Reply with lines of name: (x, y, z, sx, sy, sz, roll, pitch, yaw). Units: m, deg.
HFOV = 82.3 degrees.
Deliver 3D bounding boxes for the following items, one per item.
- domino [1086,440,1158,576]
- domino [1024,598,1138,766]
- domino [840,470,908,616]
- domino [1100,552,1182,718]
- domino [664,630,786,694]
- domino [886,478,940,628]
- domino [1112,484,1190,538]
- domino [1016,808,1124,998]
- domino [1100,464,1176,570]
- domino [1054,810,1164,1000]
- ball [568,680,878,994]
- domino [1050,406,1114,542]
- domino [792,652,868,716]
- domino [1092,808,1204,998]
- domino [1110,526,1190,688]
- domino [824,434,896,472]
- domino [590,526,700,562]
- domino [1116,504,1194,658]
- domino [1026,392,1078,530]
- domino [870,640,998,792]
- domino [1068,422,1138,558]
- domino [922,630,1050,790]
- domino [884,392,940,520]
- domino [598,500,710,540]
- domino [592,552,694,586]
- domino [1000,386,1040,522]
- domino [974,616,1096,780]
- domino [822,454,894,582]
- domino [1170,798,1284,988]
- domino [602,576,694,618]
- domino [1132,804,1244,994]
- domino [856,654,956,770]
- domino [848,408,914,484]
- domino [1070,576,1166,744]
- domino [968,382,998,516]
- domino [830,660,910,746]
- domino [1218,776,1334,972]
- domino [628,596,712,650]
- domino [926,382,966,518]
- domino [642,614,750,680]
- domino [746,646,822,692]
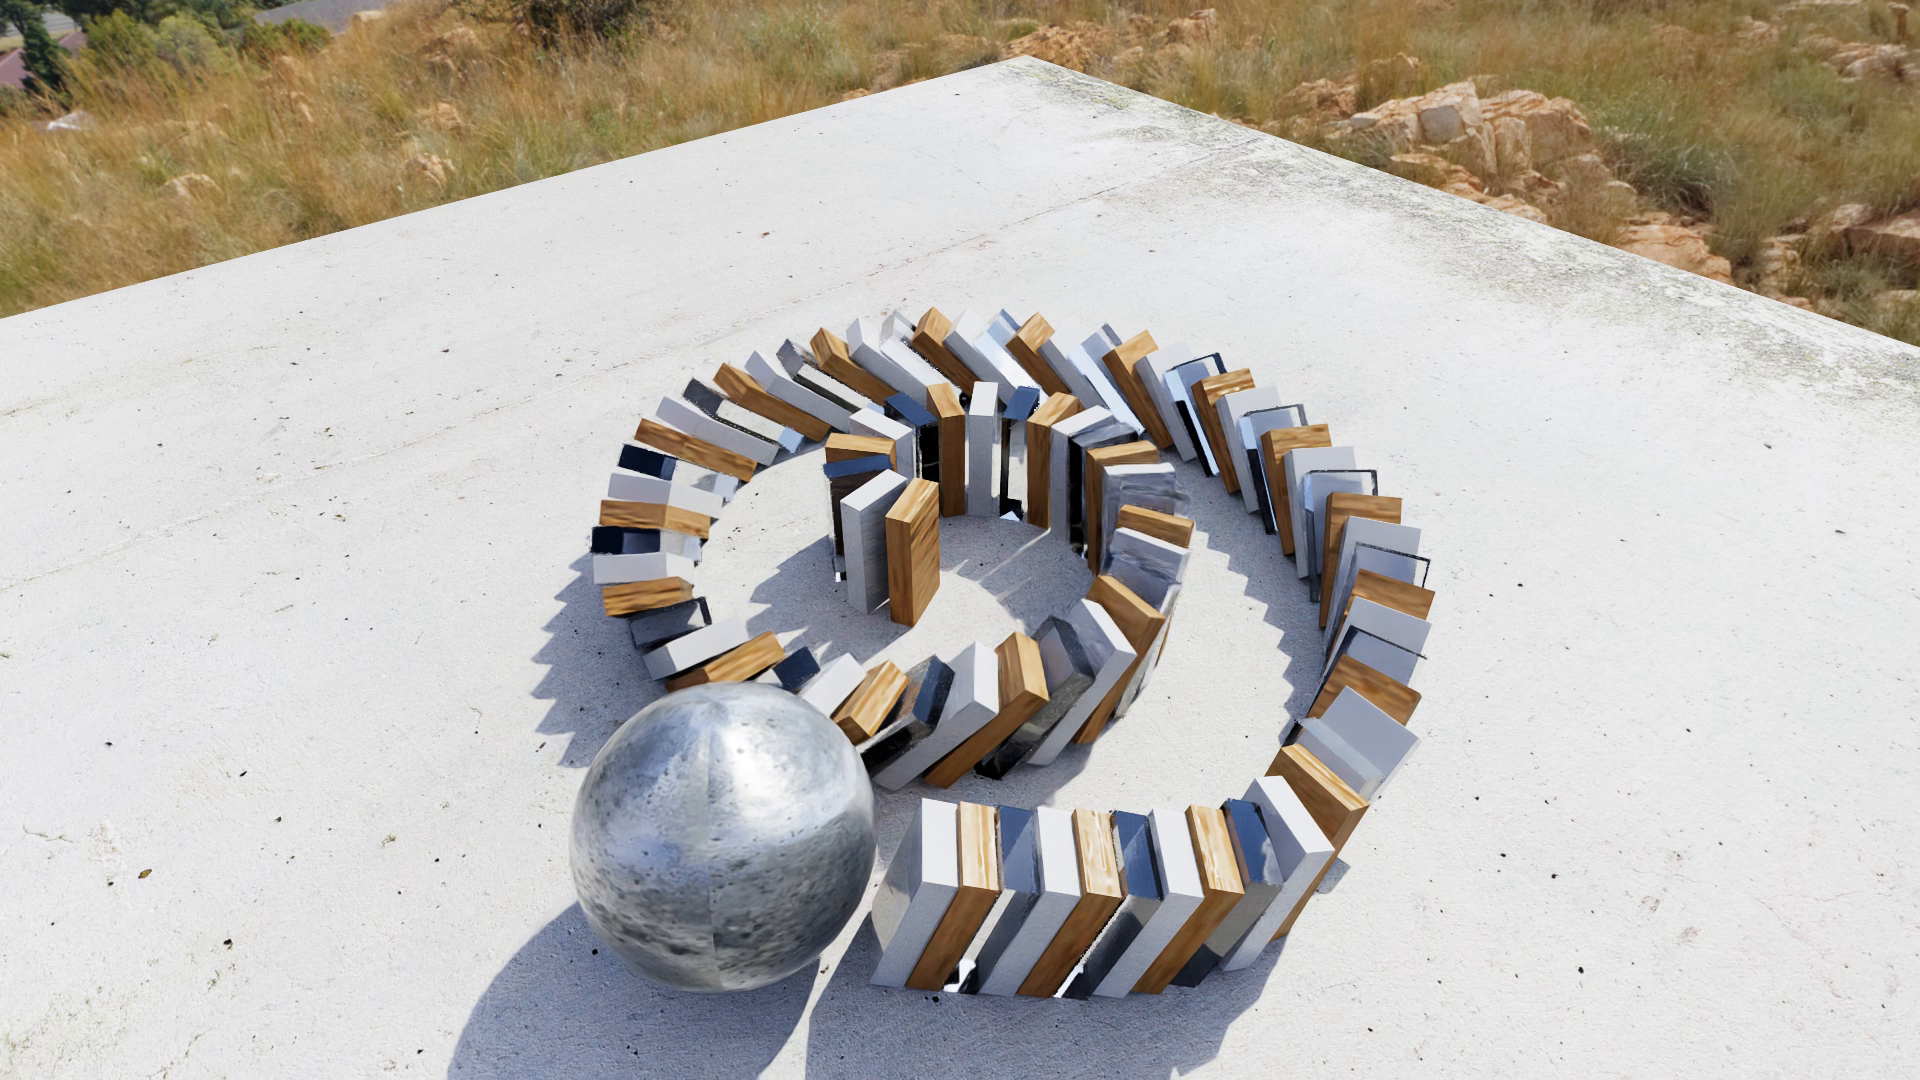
domino: (0.063, -0.012, 0.425, 0.025, 0.050, 0.009, -10, 27, -12)
domino: (0.034, 0.047, 0.357, 0.010, 0.050, 0.025, 18, 27, -37)
domino: (-0.031, 0.001, 0.410, 0.009, 0.050, 0.025, 28, 47, 30)
domino: (0.054, 0.032, 0.374, 0.025, 0.050, 0.009, 30, 17, 31)
domino: (-0.079, 0.043, 0.365, 0.025, 0.010, 0.050, -30, 3, -31)
domino: (-0.017, 0.005, 0.405, 0.009, 0.050, 0.025, 14, 41, 17)
domino: (0.068, 0.006, 0.404, 0.025, 0.050, 0.009, 9, 20, 11)
domino: (0.027, 0.097, 0.293, 0.009, 0.050, 0.025, 13, 38, -13)
domino: (0.067, -0.003, 0.415, 0.025, 0.050, 0.010, -3, 22, -3)
domino: (0.037, 0.098, 0.292, 0.010, 0.050, 0.025, 13, 38, -13)
ball: (-0.062, 0.078, 0.293, 0.080, 0.080, 0.080, 0, 39, 0)
domino: (0.049, -0.026, 0.443, 0.025, 0.050, 0.009, -26, 41, -28)
domino: (-0.053, 0.054, 0.352, 0.010, 0.050, 0.025, 51, 49, -8)
domino: (0.047, 0.097, 0.292, 0.009, 0.050, 0.025, 13, 38, -13)
domino: (0.060, 0.024, 0.384, 0.025, 0.050, 0.009, 22, 17, 24)
domino: (-0.038, -0.017, 0.433, 0.025, 0.050, 0.009, 7, 40, 8)
domino: (-0.118, 0.002, 0.416, 0.025, 0.010, 0.050, 1, -4, 3)
domino: (0.065, 0.015, 0.394, 0.025, 0.050, 0.009, 15, 18, 18)
domino: (0.038, -0.032, 0.450, 0.009, 0.050, 0.025, 19, 43, 26)
domino: (-0.008, 0.056, 0.348, 0.010, 0.050, 0.025, 34, 32, -24)
domino: (0.057, -0.019, 0.434, 0.025, 0.050, 0.010, -17, 33, -20)
domino: (0.006, 0.054, 0.349, 0.010, 0.050, 0.025, 30, 30, -27)
domino: (-0.020, -0.033, 0.451, 0.010, 0.050, 0.025, -24, 45, -27)
domino: (-0.118, -0.008, 0.428, 0.025, 0.009, 0.050, 5, -3, 6)
domino: (-0.115, 0.012, 0.404, 0.025, 0.010, 0.050, -4, -4, -3)
domino: (0.025, -0.036, 0.455, 0.009, 0.050, 0.025, 11, 41, 13)
domino: (0.021, 0.051, 0.353, 0.009, 0.050, 0.025, 24, 28, -31)
domino: (-0.038, -0.008, 0.421, 0.025, 0.050, 0.009, -10, 40, -12)
domino: (0.067, 0.095, 0.295, 0.009, 0.050, 0.025, 13, 37, -13)
domino: (-0.110, 0.021, 0.392, 0.025, 0.009, 0.050, -9, -4, -10)
domino: (0.057, 0.096, 0.293, 0.009, 0.050, 0.025, 13, 38, -13)
domino: (-0.024, 0.058, 0.346, 0.009, 0.050, 0.025, 41, 39, -16)
domino: (-0.031, -0.026, 0.443, 0.025, 0.050, 0.010, 28, 47, 30)
domino: (0.045, 0.040, 0.365, 0.009, 0.050, 0.025, 9, 25, -47)
domino: (0.010, -0.037, 0.457, 0.009, 0.050, 0.025, 4, 39, 5)
domino: (-0.039, 0.057, 0.347, 0.009, 0.050, 0.025, 47, 45, -11)
domino: (0.080, 0.091, 0.300, 0.009, 0.050, 0.025, 3, 36, -26)
domino: (-0.101, 0.029, 0.382, 0.025, 0.009, 0.050, -16, -3, -18)
domino: (-0.006, -0.037, 0.457, 0.009, 0.050, 0.025, -10, 40, -12)
domino: (-0.090, 0.037, 0.373, 0.025, 0.009, 0.050, -23, 0, -26)
domino: (-0.067, 0.049, 0.358, 0.025, 0.050, 0.009, -35, 95, -35)
